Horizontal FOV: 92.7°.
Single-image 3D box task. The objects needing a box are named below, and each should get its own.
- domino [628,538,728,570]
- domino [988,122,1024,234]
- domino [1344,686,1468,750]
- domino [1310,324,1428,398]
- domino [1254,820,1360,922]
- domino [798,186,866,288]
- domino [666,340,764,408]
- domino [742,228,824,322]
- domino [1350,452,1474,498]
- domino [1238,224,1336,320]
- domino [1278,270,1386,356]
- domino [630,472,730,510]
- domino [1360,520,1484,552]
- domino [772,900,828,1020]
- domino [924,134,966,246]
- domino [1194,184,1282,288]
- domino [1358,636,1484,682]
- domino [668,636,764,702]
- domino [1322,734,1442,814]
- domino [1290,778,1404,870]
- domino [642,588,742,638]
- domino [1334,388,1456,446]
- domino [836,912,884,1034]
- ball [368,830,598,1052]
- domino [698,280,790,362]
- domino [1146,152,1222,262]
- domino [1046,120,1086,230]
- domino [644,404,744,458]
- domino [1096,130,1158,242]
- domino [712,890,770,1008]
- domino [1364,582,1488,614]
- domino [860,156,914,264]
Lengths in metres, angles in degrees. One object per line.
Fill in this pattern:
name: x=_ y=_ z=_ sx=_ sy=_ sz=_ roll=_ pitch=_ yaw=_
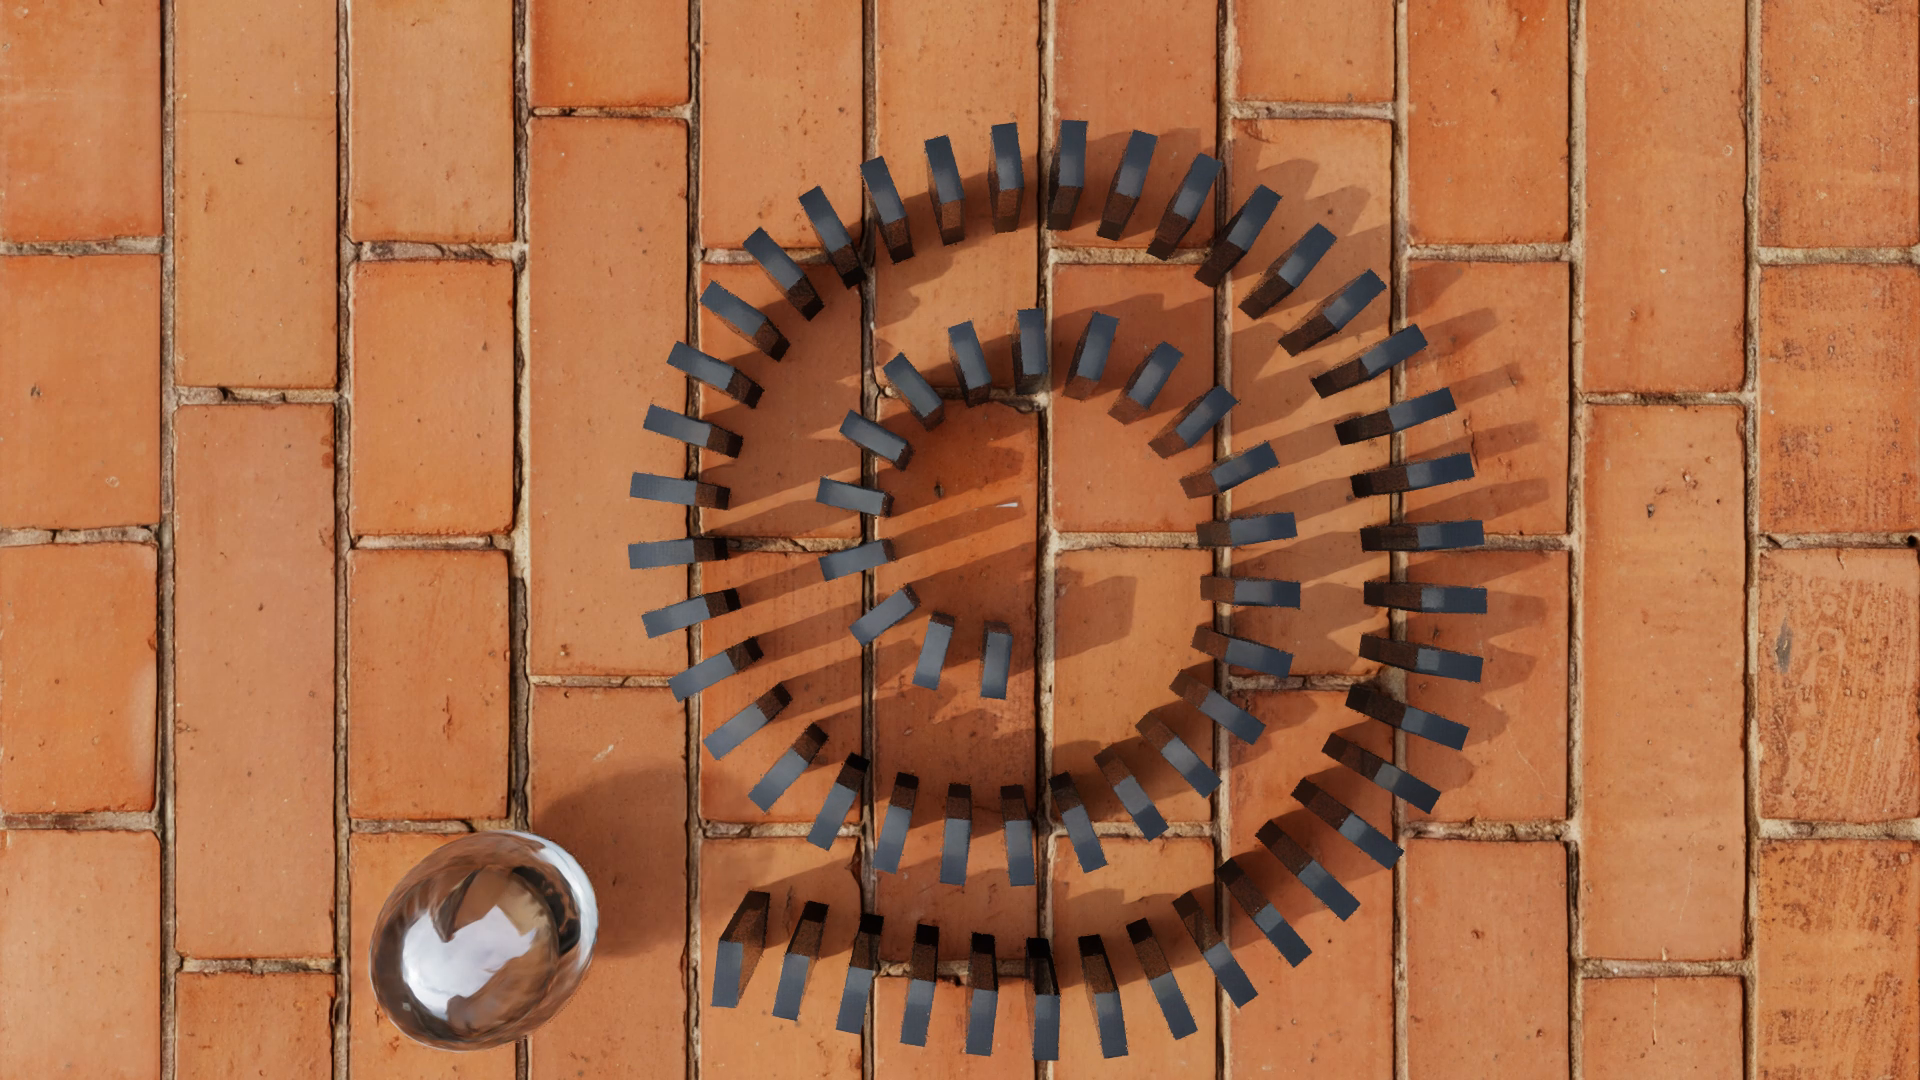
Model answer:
domino: x=-0.114 y=0.005 z=0.375 sx=0.025 sy=0.050 sz=0.009 roll=-6 pitch=90 yaw=0
domino: x=0.018 y=-0.147 z=0.375 sx=0.010 sy=0.050 sz=0.025 roll=-8 pitch=90 yaw=0
domino: x=0.181 y=0.072 z=0.375 sx=0.025 sy=0.050 sz=0.010 roll=19 pitch=90 yaw=0
domino: x=0.166 y=-0.072 z=0.375 sx=0.025 sy=0.050 sz=0.009 roll=-31 pitch=90 yaw=0
domino: x=0.141 y=0.134 z=0.375 sx=0.025 sy=0.050 sz=0.009 roll=43 pitch=90 yaw=0
domino: x=-0.051 y=-0.122 z=0.375 sx=0.010 sy=0.050 sz=0.025 roll=-31 pitch=90 yaw=0
domino: x=-0.099 y=-0.067 z=0.375 sx=0.025 sy=0.050 sz=0.009 roll=25 pitch=90 yaw=0
domino: x=-0.071 y=-0.108 z=0.375 sx=0.010 sy=0.050 sz=0.025 roll=-44 pitch=90 yaw=0
domino: x=0.184 y=-0.026 z=0.375 sx=0.025 sy=0.050 sz=0.009 roll=-13 pitch=90 yaw=0
domino: x=0.133 y=-0.109 z=0.375 sx=0.010 sy=0.050 sz=0.025 roll=39 pitch=90 yaw=0
domino: x=0.151 y=-0.092 z=0.375 sx=0.025 sy=0.050 sz=0.009 roll=-43 pitch=90 yaw=0
domino: x=-0.113 y=-0.020 z=0.375 sx=0.025 sy=0.050 sz=0.009 roll=8 pitch=90 yaw=0
domino: x=0.188 y=-0.002 z=0.375 sx=0.025 sy=0.050 sz=0.010 roll=-6 pitch=90 yaw=0
domino: x=-0.065 y=0.171 z=0.375 sx=0.009 sy=0.050 sz=0.025 roll=12 pitch=90 yaw=0
domino: x=-0.006 y=-0.142 z=0.375 sx=0.010 sy=0.050 sz=0.025 roll=-15 pitch=90 yaw=0
domino: x=0.112 y=-0.123 z=0.375 sx=0.009 sy=0.050 sz=0.025 roll=32 pitch=90 yaw=0
domino: x=0.187 y=0.048 z=0.375 sx=0.025 sy=0.050 sz=0.009 roll=8 pitch=90 yaw=0
domino: x=-0.099 y=0.052 z=0.375 sx=0.025 sy=0.050 sz=0.009 roll=-28 pitch=90 yaw=0
domino: x=0.171 y=0.094 z=0.375 sx=0.025 sy=0.050 sz=0.010 roll=30 pitch=90 yaw=0
domino: x=0.157 y=0.115 z=0.375 sx=0.025 sy=0.050 sz=0.010 roll=37 pitch=90 yaw=0
domino: x=-0.109 y=0.029 z=0.375 sx=0.025 sy=0.050 sz=0.009 roll=-19 pitch=90 yaw=0
domino: x=0.177 y=-0.050 z=0.375 sx=0.025 sy=0.050 sz=0.010 roll=-20 pitch=90 yaw=0
domino: x=-0.040 y=0.176 z=0.375 sx=0.009 sy=0.050 sz=0.025 roll=12 pitch=90 yaw=0
ball: x=-0.185 y=0.156 z=0.360 sx=0.080 sy=0.080 sz=0.080 roll=0 pitch=90 yaw=0
domino: x=-0.087 y=-0.088 z=0.375 sx=0.025 sy=0.050 sz=0.010 roll=34 pitch=90 yaw=0
domino: x=0.091 y=-0.135 z=0.375 sx=0.009 sy=0.050 sz=0.025 roll=25 pitch=90 yaw=0
domino: x=0.043 y=-0.148 z=0.375 sx=0.009 sy=0.050 sz=0.025 roll=3 pitch=90 yaw=0
domino: x=-0.108 y=-0.044 z=0.375 sx=0.025 sy=0.050 sz=0.009 roll=17 pitch=90 yaw=0
domino: x=0.068 y=-0.144 z=0.375 sx=0.009 sy=0.050 sz=0.025 roll=16 pitch=90 yaw=0
domino: x=-0.089 y=0.166 z=0.375 sx=0.009 sy=0.050 sz=0.025 roll=6 pitch=90 yaw=0
domino: x=0.189 y=0.023 z=0.375 sx=0.025 sy=0.050 sz=0.009 roll=0 pitch=90 yaw=0
domino: x=-0.029 y=-0.134 z=0.375 sx=0.010 sy=0.050 sz=0.025 roll=-23 pitch=90 yaw=0
